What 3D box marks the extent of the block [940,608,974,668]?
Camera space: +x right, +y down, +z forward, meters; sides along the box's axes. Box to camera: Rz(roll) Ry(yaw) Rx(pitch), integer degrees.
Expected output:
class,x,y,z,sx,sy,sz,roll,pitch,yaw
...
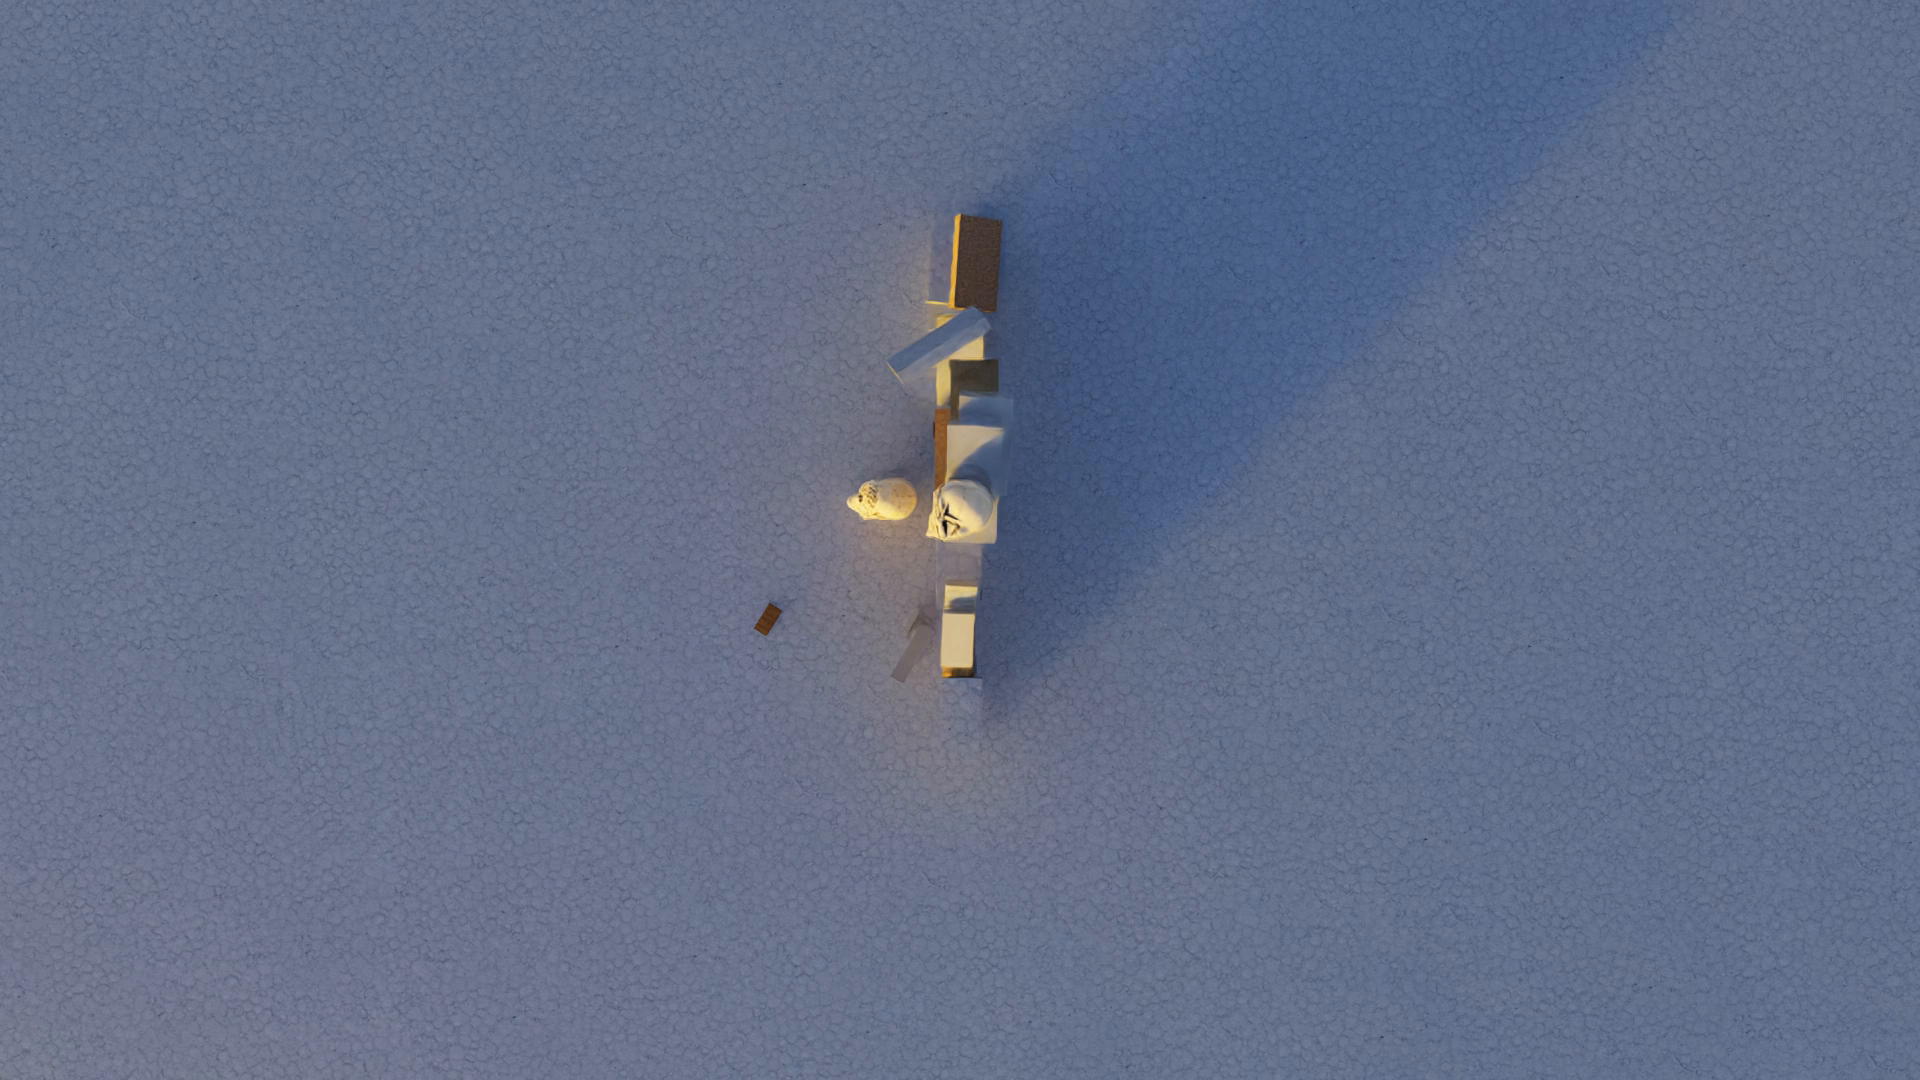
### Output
class,x,y,z,sx,sy,sz,roll,pitch,yaw
block,-0.008,0.307,5.161,0.098,0.028,0.196,2,119,-1

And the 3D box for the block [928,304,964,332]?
class,x,y,z,sx,sy,sz,roll,pitch,yaw
block,-0.021,-0.838,5.436,0.152,0.043,0.303,2,90,0

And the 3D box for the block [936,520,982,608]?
class,x,y,z,sx,sy,sz,roll,pitch,yaw
block,-0.004,0.075,5.198,0.140,0.040,0.280,1,90,0

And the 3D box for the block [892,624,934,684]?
class,x,y,z,sx,sy,sz,roll,pitch,yaw
block,-0.159,0.378,5.493,0.049,0.014,0.203,30,90,0

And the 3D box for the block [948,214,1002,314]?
class,x,y,z,sx,sy,sz,roll,pitch,yaw
block,0.051,-0.894,5.350,0.149,0.042,0.299,4,90,-23

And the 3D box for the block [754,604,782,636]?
class,x,y,z,sx,sy,sz,roll,pitch,yaw
block,-0.639,0.265,5.493,0.049,0.014,0.098,32,90,0

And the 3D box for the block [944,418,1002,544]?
class,x,y,z,sx,sy,sz,roll,pitch,yaw
block,0.037,-0.176,5.024,0.162,0.046,0.392,2,118,0

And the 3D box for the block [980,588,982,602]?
class,x,y,z,sx,sy,sz,roll,pitch,yaw
block,-0.001,0.180,5.359,0.140,0.280,0.040,0,86,0

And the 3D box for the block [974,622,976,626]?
class,x,y,z,sx,sy,sz,roll,pitch,yaw
block,0.002,0.278,5.405,0.094,0.188,0.027,0,93,0

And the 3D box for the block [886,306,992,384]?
class,x,y,z,sx,sy,sz,roll,pitch,yaw
block,-0.066,-0.607,5.130,0.323,0.162,0.046,-33,114,0

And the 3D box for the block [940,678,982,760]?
class,x,y,z,sx,sy,sz,roll,pitch,yaw
block,0.005,0.566,5.221,0.130,0.037,0.261,0,90,0

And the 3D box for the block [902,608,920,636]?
class,x,y,z,sx,sy,sz,roll,pitch,yaw
block,-0.161,0.273,5.475,0.014,0.049,0.098,30,90,0

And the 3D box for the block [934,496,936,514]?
class,x,y,z,sx,sy,sz,roll,pitch,yaw
block,0.002,-0.111,5.329,0.170,0.340,0.048,1,88,0

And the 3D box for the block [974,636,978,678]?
class,x,y,z,sx,sy,sz,roll,pitch,yaw
block,0.003,0.351,5.297,0.094,0.027,0.188,-3,90,0

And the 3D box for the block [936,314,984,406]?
class,x,y,z,sx,sy,sz,roll,pitch,yaw
block,0.000,-0.591,5.413,0.152,0.043,0.303,0,116,0

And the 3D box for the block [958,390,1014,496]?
class,x,y,z,sx,sy,sz,roll,pitch,yaw
block,0.072,-0.293,5.015,0.162,0.046,0.323,3,118,0

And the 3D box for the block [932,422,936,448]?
class,x,y,z,sx,sy,sz,roll,pitch,yaw
block,0.001,-0.338,5.329,0.170,0.340,0.048,-1,87,0

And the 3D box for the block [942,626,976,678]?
class,x,y,z,sx,sy,sz,roll,pitch,yaw
block,-0.004,0.362,5.223,0.098,0.028,0.196,1,119,-1

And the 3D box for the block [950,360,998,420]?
class,x,y,z,sx,sy,sz,roll,pitch,yaw
block,0.045,-0.404,5.089,0.149,0.042,0.299,-1,90,1

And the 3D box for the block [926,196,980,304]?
class,x,y,z,sx,sy,sz,roll,pitch,yaw
block,-0.023,-0.942,5.393,0.149,0.042,0.341,5,90,0

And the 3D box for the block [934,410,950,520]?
class,x,y,z,sx,sy,sz,roll,pitch,yaw
block,0.008,-0.235,5.134,0.170,0.048,0.340,0,90,0

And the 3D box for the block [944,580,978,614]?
class,x,y,z,sx,sy,sz,roll,pitch,yaw
block,-0.003,0.241,5.182,0.098,0.028,0.279,3,130,-2
